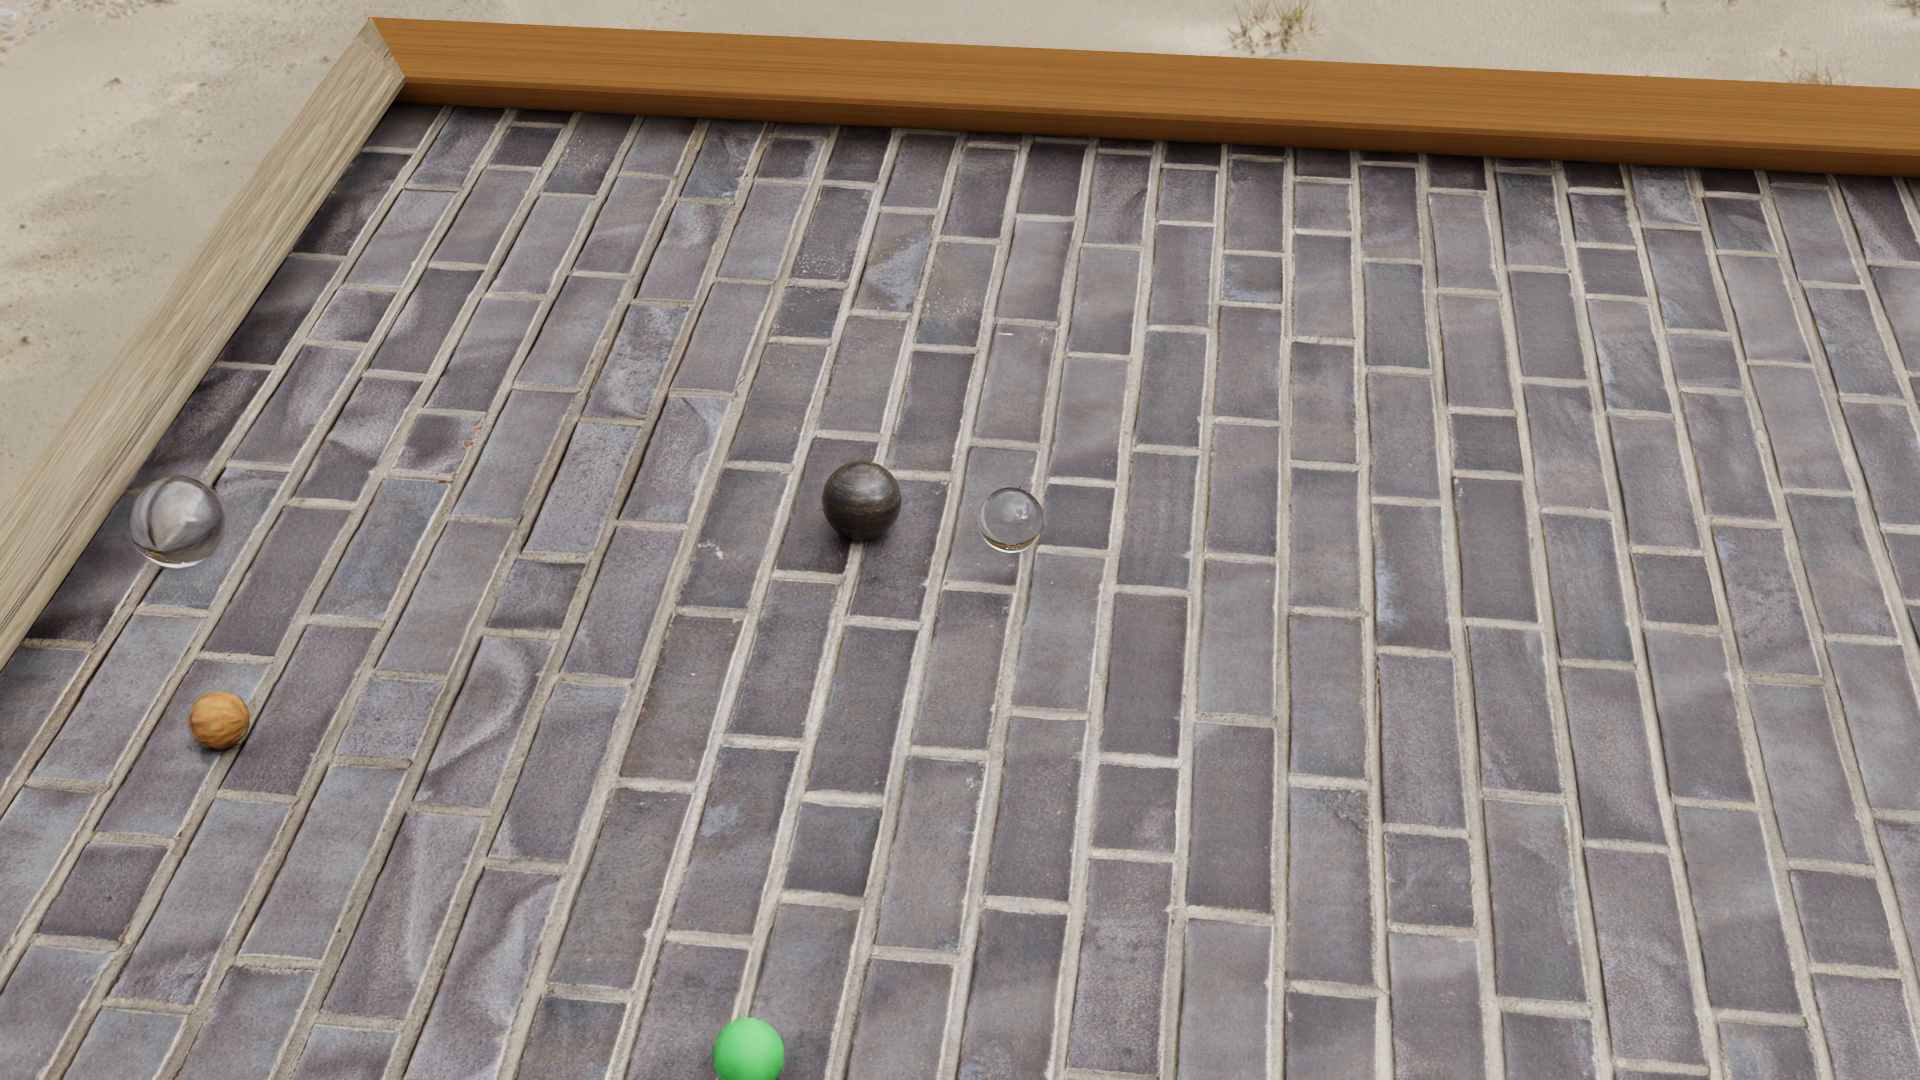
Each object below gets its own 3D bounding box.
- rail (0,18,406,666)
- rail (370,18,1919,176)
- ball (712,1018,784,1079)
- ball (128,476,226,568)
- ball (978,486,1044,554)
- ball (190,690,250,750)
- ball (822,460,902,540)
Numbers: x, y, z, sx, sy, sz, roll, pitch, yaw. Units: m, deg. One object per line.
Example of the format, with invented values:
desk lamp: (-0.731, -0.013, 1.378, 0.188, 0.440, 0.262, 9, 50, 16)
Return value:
rail: (-0.670, -0.060, 2.026, 0.045, 0.093, 1.549, 4, 35, 5)
rail: (0.778, -0.397, 2.513, 2.792, 0.093, 0.045, 4, 35, 5)
ball: (-0.127, 0.309, 1.539, 0.043, 0.043, 0.043, 0, 35, 0)
ball: (-0.604, -0.014, 1.980, 0.072, 0.072, 0.072, 0, 35, 0)
ball: (0.040, -0.016, 2.000, 0.052, 0.052, 0.052, 0, 35, 0)
ball: (-0.520, 0.127, 1.804, 0.041, 0.041, 0.041, 0, 35, 0)
ball: (-0.077, -0.031, 2.013, 0.063, 0.063, 0.063, 0, 35, 0)
